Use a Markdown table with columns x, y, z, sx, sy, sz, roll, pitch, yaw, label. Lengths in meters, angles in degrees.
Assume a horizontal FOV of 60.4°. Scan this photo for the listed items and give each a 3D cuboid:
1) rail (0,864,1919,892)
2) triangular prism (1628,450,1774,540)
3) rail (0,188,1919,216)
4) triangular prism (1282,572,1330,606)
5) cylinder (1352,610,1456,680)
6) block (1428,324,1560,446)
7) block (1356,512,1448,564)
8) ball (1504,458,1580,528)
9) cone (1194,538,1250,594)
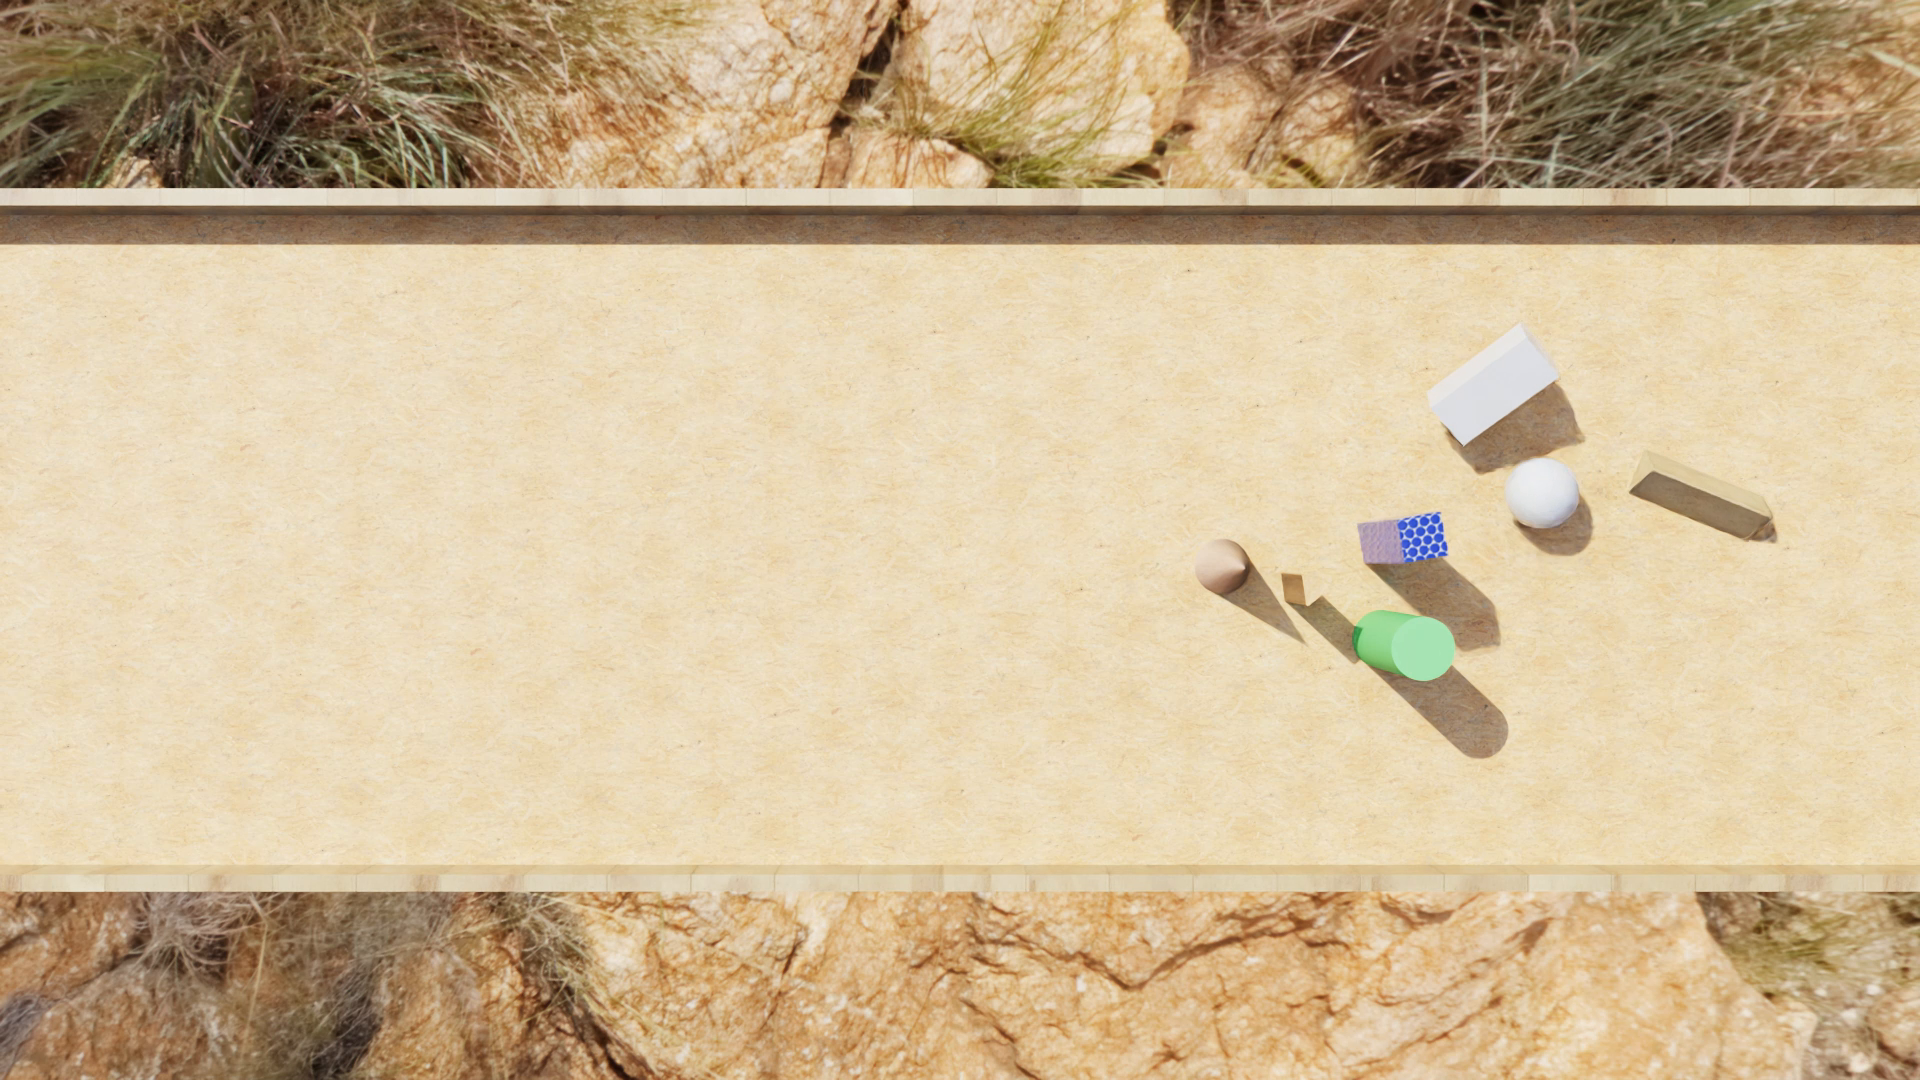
| x | y | z | sx | sy | sz | roll | pitch | yaw | label |
| --- | --- | --- | --- | --- | --- | --- | --- | --- | --- |
| -2.247 | 1.025 | 5.001 | 12.000 | 0.150 | 0.050 | 0 | 90 | 0 | rail |
| 2.261 | -0.140 | 5.012 | 0.391 | 0.122 | 0.140 | 22 | 90 | 0 | triangular prism |
| -2.247 | -1.025 | 5.002 | 12.000 | 0.150 | 0.050 | 0 | 90 | 0 | rail |
| 1.013 | 0.130 | 4.918 | 0.091 | 0.316 | 0.079 | -38 | 90 | 0 | triangular prism |
| 1.297 | 0.305 | 4.848 | 0.179 | 0.457 | 0.179 | 0 | 90 | 0 | cylinder |
| 1.587 | -0.464 | 4.925 | 0.336 | 0.155 | 0.155 | -39 | 101 | 24 | block |
| 1.295 | -0.004 | 4.847 | 0.125 | 0.456 | 0.125 | -10 | 89 | -1 | block |
| 1.753 | -0.142 | 4.968 | 0.216 | 0.216 | 0.216 | 0 | 90 | 0 | ball |
| 0.806 | 0.081 | 4.870 | 0.170 | 0.414 | 0.170 | 0 | 90 | 0 | cone |
